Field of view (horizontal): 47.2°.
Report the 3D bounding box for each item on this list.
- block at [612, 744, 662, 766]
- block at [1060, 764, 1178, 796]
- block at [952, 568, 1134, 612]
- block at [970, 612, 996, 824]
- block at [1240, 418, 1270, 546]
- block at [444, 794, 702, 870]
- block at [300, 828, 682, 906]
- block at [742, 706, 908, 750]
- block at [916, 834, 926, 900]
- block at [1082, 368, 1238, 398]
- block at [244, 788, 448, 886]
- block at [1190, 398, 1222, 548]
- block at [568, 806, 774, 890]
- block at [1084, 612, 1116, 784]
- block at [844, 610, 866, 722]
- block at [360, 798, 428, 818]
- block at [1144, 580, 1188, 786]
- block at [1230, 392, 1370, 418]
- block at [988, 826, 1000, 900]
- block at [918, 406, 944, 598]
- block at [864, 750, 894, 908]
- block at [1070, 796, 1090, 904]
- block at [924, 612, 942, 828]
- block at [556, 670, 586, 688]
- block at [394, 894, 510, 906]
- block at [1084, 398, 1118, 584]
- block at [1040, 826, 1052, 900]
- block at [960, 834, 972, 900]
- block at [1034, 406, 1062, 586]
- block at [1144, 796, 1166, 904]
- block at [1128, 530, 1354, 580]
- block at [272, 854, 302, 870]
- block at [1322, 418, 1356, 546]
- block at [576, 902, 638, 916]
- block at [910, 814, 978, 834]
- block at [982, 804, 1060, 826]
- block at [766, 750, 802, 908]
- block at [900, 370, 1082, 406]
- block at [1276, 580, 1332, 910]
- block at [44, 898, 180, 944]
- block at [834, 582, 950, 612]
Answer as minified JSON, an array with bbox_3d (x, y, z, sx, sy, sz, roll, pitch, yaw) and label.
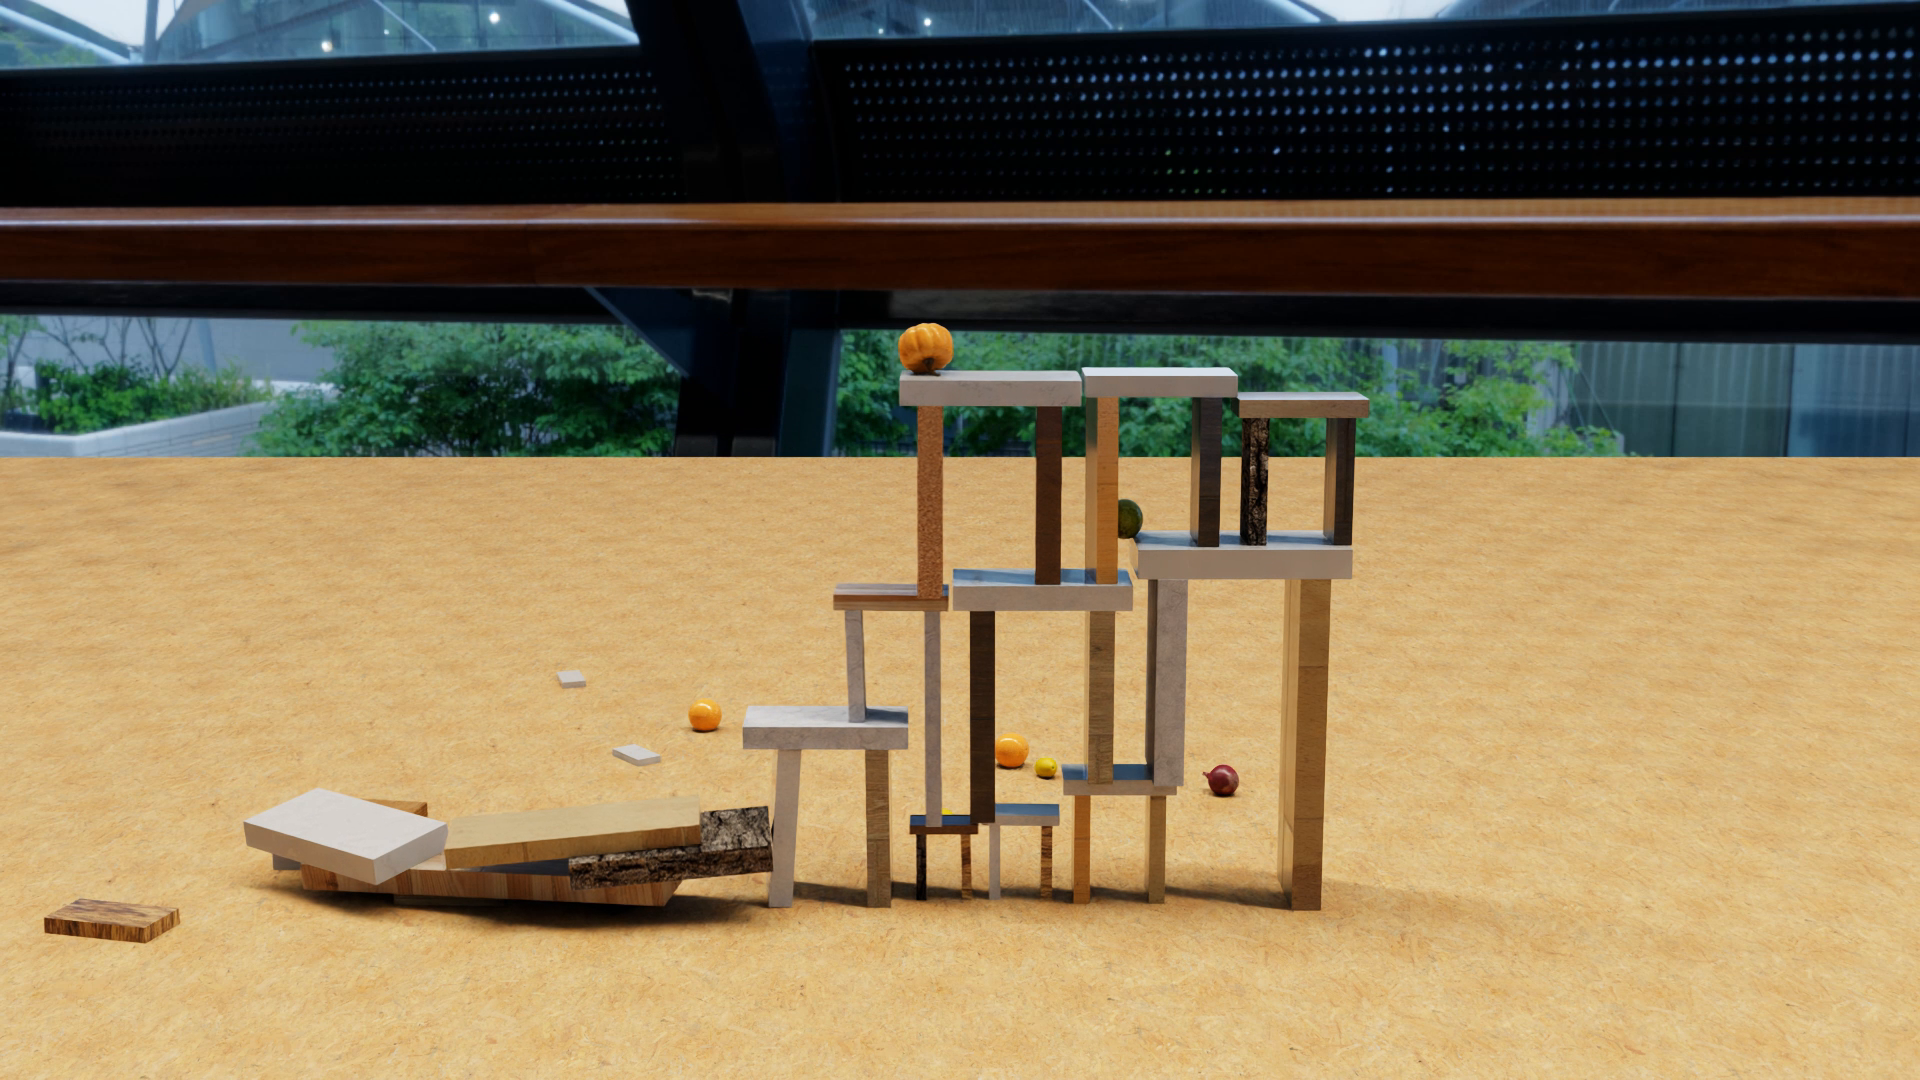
[{"bbox_3d":[-0.656,0.436,4.455,0.053,0.015,0.105,-8,13,-37],"label":"block"},{"bbox_3d":[0.261,0.395,3.630,0.185,0.026,0.093,0,11,0],"label":"block"},{"bbox_3d":[0.132,0.080,3.571,0.287,0.041,0.144,0,11,0],"label":"block"},{"bbox_3d":[0.036,0.273,3.607,0.041,0.352,0.144,0,11,0],"label":"block"},{"bbox_3d":[0.474,-0.101,3.542,0.029,0.205,0.103,0,11,-1],"label":"block"},{"bbox_3d":[-0.618,0.468,3.536,0.400,0.035,0.123,-5,17,-5],"label":"block"},{"bbox_3d":[-0.763,0.535,3.635,0.625,0.045,0.160,1,17,12],"label":"block"},{"bbox_3d":[-0.219,0.308,3.614,0.267,0.038,0.134,0,10,-2],"label":"block"},{"bbox_3d":[-0.064,0.535,3.655,0.016,0.113,0.057,0,11,0],"label":"block"},{"bbox_3d":[0.316,-0.252,3.512,0.239,0.034,0.120,0,11,0],"label":"block"},{"bbox_3d":[-1.024,0.491,3.667,0.319,0.045,0.160,8,20,33],"label":"block"},{"bbox_3d":[0.395,-0.117,3.534,0.034,0.239,0.120,0,11,-1],"label":"block"},{"bbox_3d":[-0.466,0.497,3.556,0.319,0.045,0.160,-5,17,-6],"label":"block"},{"bbox_3d":[0.227,0.241,3.601,0.041,0.287,0.144,0,11,0],"label":"block"},{"bbox_3d":[-0.171,0.197,3.600,0.026,0.185,0.093,-2,10,-1],"label":"block"},{"bbox_3d":[-1.114,0.508,4.017,0.247,0.035,0.123,2,11,10],"label":"block"},{"bbox_3d":[0.337,0.215,3.600,0.048,0.340,0.170,0,11,0],"label":"block"},{"bbox_3d":[0.543,-0.217,3.522,0.205,0.029,0.103,0,11,0],"label":"block"},{"bbox_3d":[0.057,0.527,3.658,0.018,0.129,0.064,0,11,0],"label":"block"},{"bbox_3d":[-0.047,-0.071,3.552,0.041,0.309,0.143,0,10,0],"label":"block"},{"bbox_3d":[-0.133,0.459,3.643,0.038,0.267,0.134,-1,11,0],"label":"block"},{"bbox_3d":[0.200,0.499,3.649,0.026,0.185,0.093,0,11,0],"label":"block"},{"bbox_3d":[-0.045,0.284,3.616,0.026,0.361,0.093,0,10,-1],"label":"block"},{"bbox_3d":[-0.897,0.321,5.074,0.053,0.015,0.105,-3,11,-18],"label":"block"},{"bbox_3d":[-0.838,0.579,3.656,0.183,0.026,0.091,0,11,2],"label":"block"},{"bbox_3d":[0.228,-0.088,3.542,0.034,0.300,0.120,-1,11,-6],"label":"block"},{"bbox_3d":[0.143,0.526,3.658,0.018,0.129,0.064,0,11,0],"label":"block"},{"bbox_3d":[0.011,0.535,3.654,0.016,0.113,0.057,-1,11,0],"label":"block"},{"bbox_3d":[0.142,-0.082,3.549,0.041,0.286,0.143,0,11,1],"label":"block"},{"bbox_3d":[0.324,0.499,3.649,0.026,0.185,0.093,0,11,0],"label":"block"},{"bbox_3d":[0.451,0.023,3.566,0.340,0.048,0.170,0,11,0],"label":"block"},{"bbox_3d":[-1.061,0.539,3.846,0.247,0.035,0.123,0,11,-1],"label":"block"},{"bbox_3d":[0.611,-0.101,3.543,0.029,0.205,0.103,0,11,0],"label":"block"},{"bbox_3d":[-0.585,0.592,3.619,0.105,0.015,0.053,8,13,37],"label":"block"},{"bbox_3d":[-0.026,0.471,3.642,0.113,0.016,0.057,0,10,0],"label":"block"},{"bbox_3d":[0.100,0.455,3.642,0.129,0.018,0.064,0,11,2],"label":"block"},{"bbox_3d":[-0.293,0.458,3.642,0.038,0.267,0.134,3,10,-8],"label":"block"},{"bbox_3d":[0.048,-0.243,3.520,0.286,0.041,0.143,0,10,0],"label":"block"},{"bbox_3d":[0.565,0.318,3.622,0.048,0.552,0.170,0,11,0],"label":"block"},{"bbox_3d":[-1.352,0.607,3.507,0.183,0.026,0.091,3,11,14],"label":"block"},{"bbox_3d":[-0.111,0.093,3.581,0.185,0.026,0.093,1,10,0],"label":"block"}]
